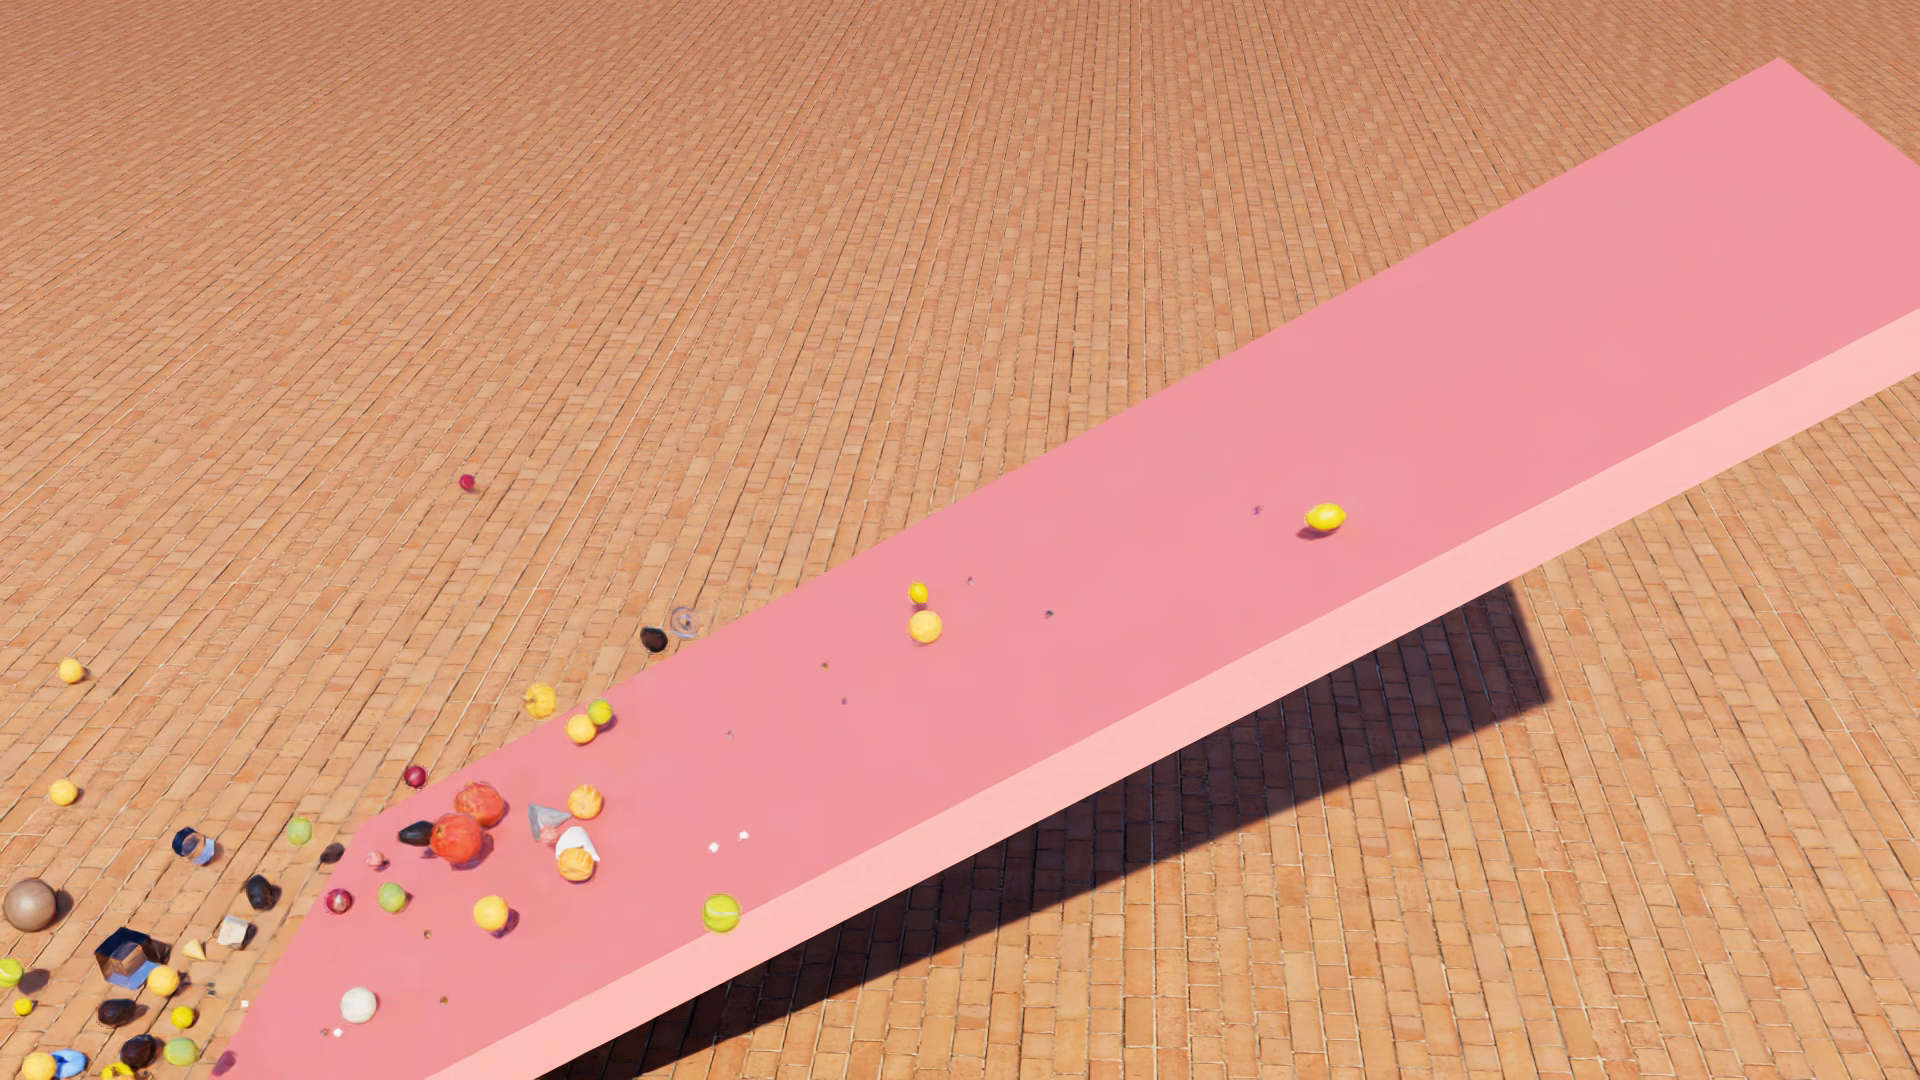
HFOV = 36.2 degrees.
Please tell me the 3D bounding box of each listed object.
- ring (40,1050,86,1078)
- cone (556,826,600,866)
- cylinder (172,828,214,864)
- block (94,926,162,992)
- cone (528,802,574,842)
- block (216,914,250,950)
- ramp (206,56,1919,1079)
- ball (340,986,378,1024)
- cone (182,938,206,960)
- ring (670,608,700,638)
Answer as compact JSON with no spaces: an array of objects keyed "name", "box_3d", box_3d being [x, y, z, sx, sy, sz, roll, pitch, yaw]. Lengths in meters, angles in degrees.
[{"name":"ring","box_3d":[-2.000,1.169,6.562,0.097,0.032,0.097,1,19,0]},{"name":"cone","box_3d":[-0.794,0.665,6.244,0.091,0.091,0.091,20,27,37]},{"name":"cylinder","box_3d":[-1.963,0.784,7.534,0.076,0.076,0.076,9,-18,25]},{"name":"block","box_3d":[-1.969,0.990,6.956,0.095,0.095,0.095,11,39,30]},{"name":"cone","box_3d":[-0.913,0.626,6.607,0.092,0.092,0.092,-9,20,-22]},{"name":"block","box_3d":[-1.759,0.948,7.117,0.057,0.057,0.057,18,7,-10]},{"name":"ramp","box_3d":[0.142,0.168,6.285,4.000,0.100,2.000,-28,15,12]},{"name":"ball","box_3d":[-1.247,0.965,6.096,0.076,0.076,0.076,0,19,0]},{"name":"cone","box_3d":[-1.834,0.997,7.084,0.054,0.054,0.054,37,32,18]},{"name":"ring","box_3d":[-0.691,0.207,7.393,0.083,0.083,0.028,7,23,19]}]
